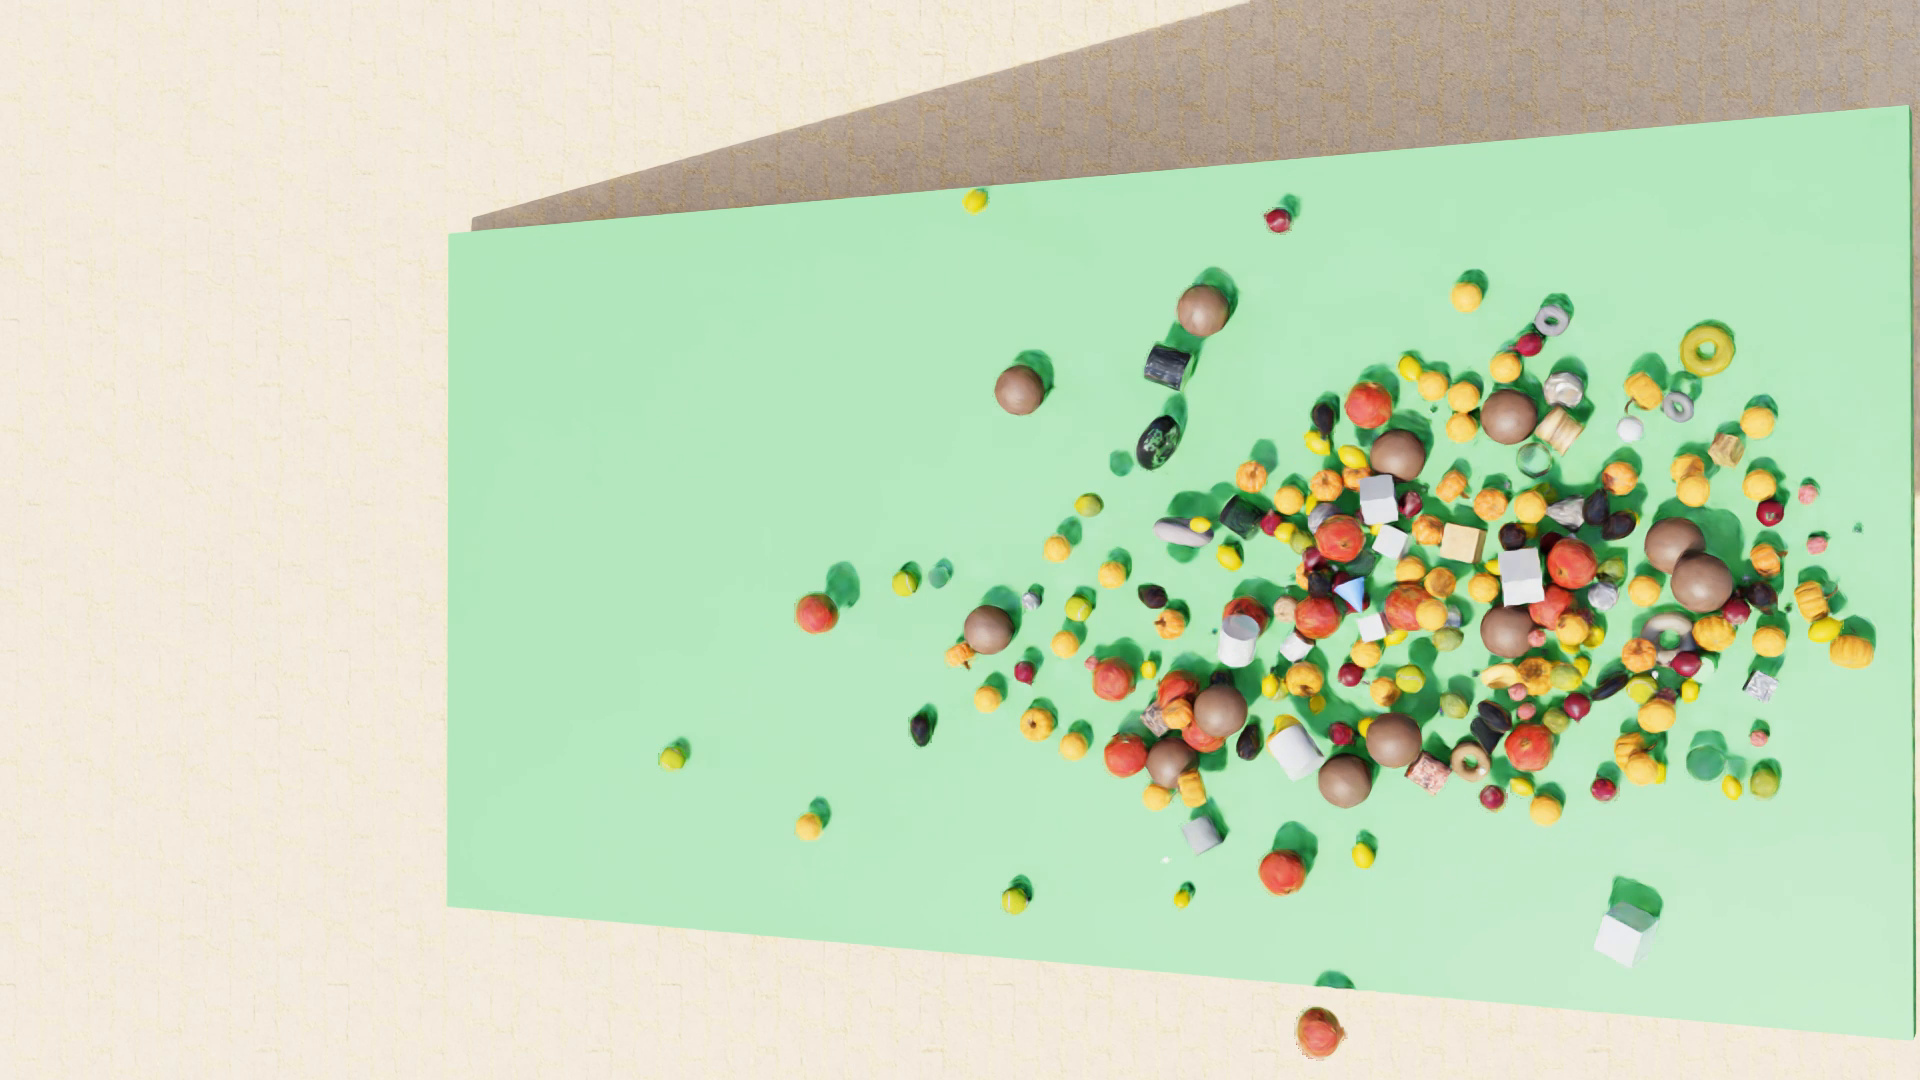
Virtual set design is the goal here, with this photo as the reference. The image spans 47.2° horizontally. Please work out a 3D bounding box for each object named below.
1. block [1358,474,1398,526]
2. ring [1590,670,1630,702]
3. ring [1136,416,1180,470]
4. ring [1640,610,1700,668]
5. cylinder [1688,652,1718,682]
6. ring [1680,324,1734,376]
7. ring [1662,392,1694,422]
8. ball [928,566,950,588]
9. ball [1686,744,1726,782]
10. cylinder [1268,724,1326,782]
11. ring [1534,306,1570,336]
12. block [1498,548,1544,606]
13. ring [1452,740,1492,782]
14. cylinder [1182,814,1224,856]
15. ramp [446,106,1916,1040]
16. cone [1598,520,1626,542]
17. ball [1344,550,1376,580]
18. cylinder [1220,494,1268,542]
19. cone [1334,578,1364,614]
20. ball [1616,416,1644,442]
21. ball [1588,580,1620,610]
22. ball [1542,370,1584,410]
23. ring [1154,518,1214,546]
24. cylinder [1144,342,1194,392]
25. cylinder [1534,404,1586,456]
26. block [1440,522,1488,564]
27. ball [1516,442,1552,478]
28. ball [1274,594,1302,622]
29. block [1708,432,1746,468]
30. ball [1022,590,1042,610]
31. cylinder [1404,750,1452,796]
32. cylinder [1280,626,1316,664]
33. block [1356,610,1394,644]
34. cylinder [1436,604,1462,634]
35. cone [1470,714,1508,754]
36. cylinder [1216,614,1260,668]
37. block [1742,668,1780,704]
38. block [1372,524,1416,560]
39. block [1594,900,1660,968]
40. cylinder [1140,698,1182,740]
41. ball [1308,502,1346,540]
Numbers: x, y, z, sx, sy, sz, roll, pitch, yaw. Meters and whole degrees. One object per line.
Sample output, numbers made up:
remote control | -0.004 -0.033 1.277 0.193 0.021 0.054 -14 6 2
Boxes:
block | 0.974 -0.094 5.112 0.077 0.077 0.077 -8 133 14
ring | 1.460 0.329 4.938 0.098 0.098 0.033 -35 85 0
ring | 0.488 -0.239 5.416 0.049 0.147 0.147 33 89 30
ring | 1.583 0.221 4.905 0.129 0.043 0.129 0 89 25
cylinder | 1.641 0.281 4.858 0.057 0.057 0.057 4 99 24
ring | 1.656 -0.420 4.877 0.117 0.039 0.117 -2 86 27
ring | 1.583 -0.294 4.845 0.025 0.075 0.075 -36 89 -33
ball | -0.057 0.098 5.744 0.058 0.058 0.058 0 89 0
ball | 1.643 0.492 4.849 0.084 0.084 0.084 0 89 0
cylinder | 0.789 0.498 5.156 0.097 0.097 0.097 -32 66 0
ring | 1.348 -0.499 5.010 0.078 0.026 0.078 12 130 14
block | 1.258 0.083 4.933 0.086 0.086 0.086 -8 50 12
ring | 1.187 0.513 5.109 0.098 0.033 0.098 3 96 34
cylinder | 0.594 0.722 5.388 0.078 0.078 0.078 -26 77 0
ramp | 0.278 0.079 5.660 4.000 0.100 2.000 0 89 27
cone | 1.455 -0.030 4.927 0.052 0.052 0.052 18 89 -1
ball | 0.946 0.058 5.199 0.073 0.073 0.073 0 89 0
cylinder | 0.688 -0.054 5.347 0.083 0.083 0.083 36 89 23
cone | 0.930 0.139 5.172 0.077 0.077 0.077 -20 76 0
ball | 1.475 -0.245 4.839 0.060 0.060 0.060 0 89 0
ball | 1.437 0.124 4.910 0.067 0.067 0.067 0 89 0
ball | 1.371 -0.340 4.994 0.092 0.092 0.092 0 89 0
ring | 0.547 -0.021 5.378 0.150 0.150 0.050 8 100 0
cylinder | 0.513 -0.425 5.397 0.097 0.097 0.097 20 89 14
cylinder | 1.352 -0.247 4.956 0.083 0.083 0.083 40 90 6
block | 1.168 0.008 5.102 0.079 0.079 0.079 13 95 27
ball | 1.291 -0.180 4.946 0.081 0.081 0.081 0 89 0
ball | 0.789 0.166 5.302 0.067 0.067 0.067 0 89 0
block | 1.685 -0.197 4.834 0.051 0.051 0.051 45 71 -42
ball | 0.183 0.155 5.624 0.050 0.050 0.050 0 89 0
cylinder | 1.090 0.541 5.121 0.077 0.077 0.077 35 89 2
cylinder | 0.811 0.252 5.284 0.063 0.063 0.063 29 125 0
block | 0.971 0.203 5.141 0.057 0.057 0.057 -20 85 29
cylinder | 1.138 0.185 5.118 0.055 0.055 0.055 4 110 12
cone | 1.215 0.462 5.044 0.088 0.088 0.088 5 134 6
cylinder | 0.662 0.240 5.239 0.090 0.090 0.090 3 132 0
block | 1.737 0.316 4.771 0.054 0.054 0.054 28 100 11
block | 1.023 0.004 5.184 0.066 0.066 0.066 27 102 25
block | 1.483 0.877 4.893 0.092 0.092 0.092 26 119 34
cylinder | 0.497 0.444 5.446 0.073 0.073 0.073 -42 71 0
ball | 0.870 -0.044 5.218 0.088 0.088 0.088 0 89 0
